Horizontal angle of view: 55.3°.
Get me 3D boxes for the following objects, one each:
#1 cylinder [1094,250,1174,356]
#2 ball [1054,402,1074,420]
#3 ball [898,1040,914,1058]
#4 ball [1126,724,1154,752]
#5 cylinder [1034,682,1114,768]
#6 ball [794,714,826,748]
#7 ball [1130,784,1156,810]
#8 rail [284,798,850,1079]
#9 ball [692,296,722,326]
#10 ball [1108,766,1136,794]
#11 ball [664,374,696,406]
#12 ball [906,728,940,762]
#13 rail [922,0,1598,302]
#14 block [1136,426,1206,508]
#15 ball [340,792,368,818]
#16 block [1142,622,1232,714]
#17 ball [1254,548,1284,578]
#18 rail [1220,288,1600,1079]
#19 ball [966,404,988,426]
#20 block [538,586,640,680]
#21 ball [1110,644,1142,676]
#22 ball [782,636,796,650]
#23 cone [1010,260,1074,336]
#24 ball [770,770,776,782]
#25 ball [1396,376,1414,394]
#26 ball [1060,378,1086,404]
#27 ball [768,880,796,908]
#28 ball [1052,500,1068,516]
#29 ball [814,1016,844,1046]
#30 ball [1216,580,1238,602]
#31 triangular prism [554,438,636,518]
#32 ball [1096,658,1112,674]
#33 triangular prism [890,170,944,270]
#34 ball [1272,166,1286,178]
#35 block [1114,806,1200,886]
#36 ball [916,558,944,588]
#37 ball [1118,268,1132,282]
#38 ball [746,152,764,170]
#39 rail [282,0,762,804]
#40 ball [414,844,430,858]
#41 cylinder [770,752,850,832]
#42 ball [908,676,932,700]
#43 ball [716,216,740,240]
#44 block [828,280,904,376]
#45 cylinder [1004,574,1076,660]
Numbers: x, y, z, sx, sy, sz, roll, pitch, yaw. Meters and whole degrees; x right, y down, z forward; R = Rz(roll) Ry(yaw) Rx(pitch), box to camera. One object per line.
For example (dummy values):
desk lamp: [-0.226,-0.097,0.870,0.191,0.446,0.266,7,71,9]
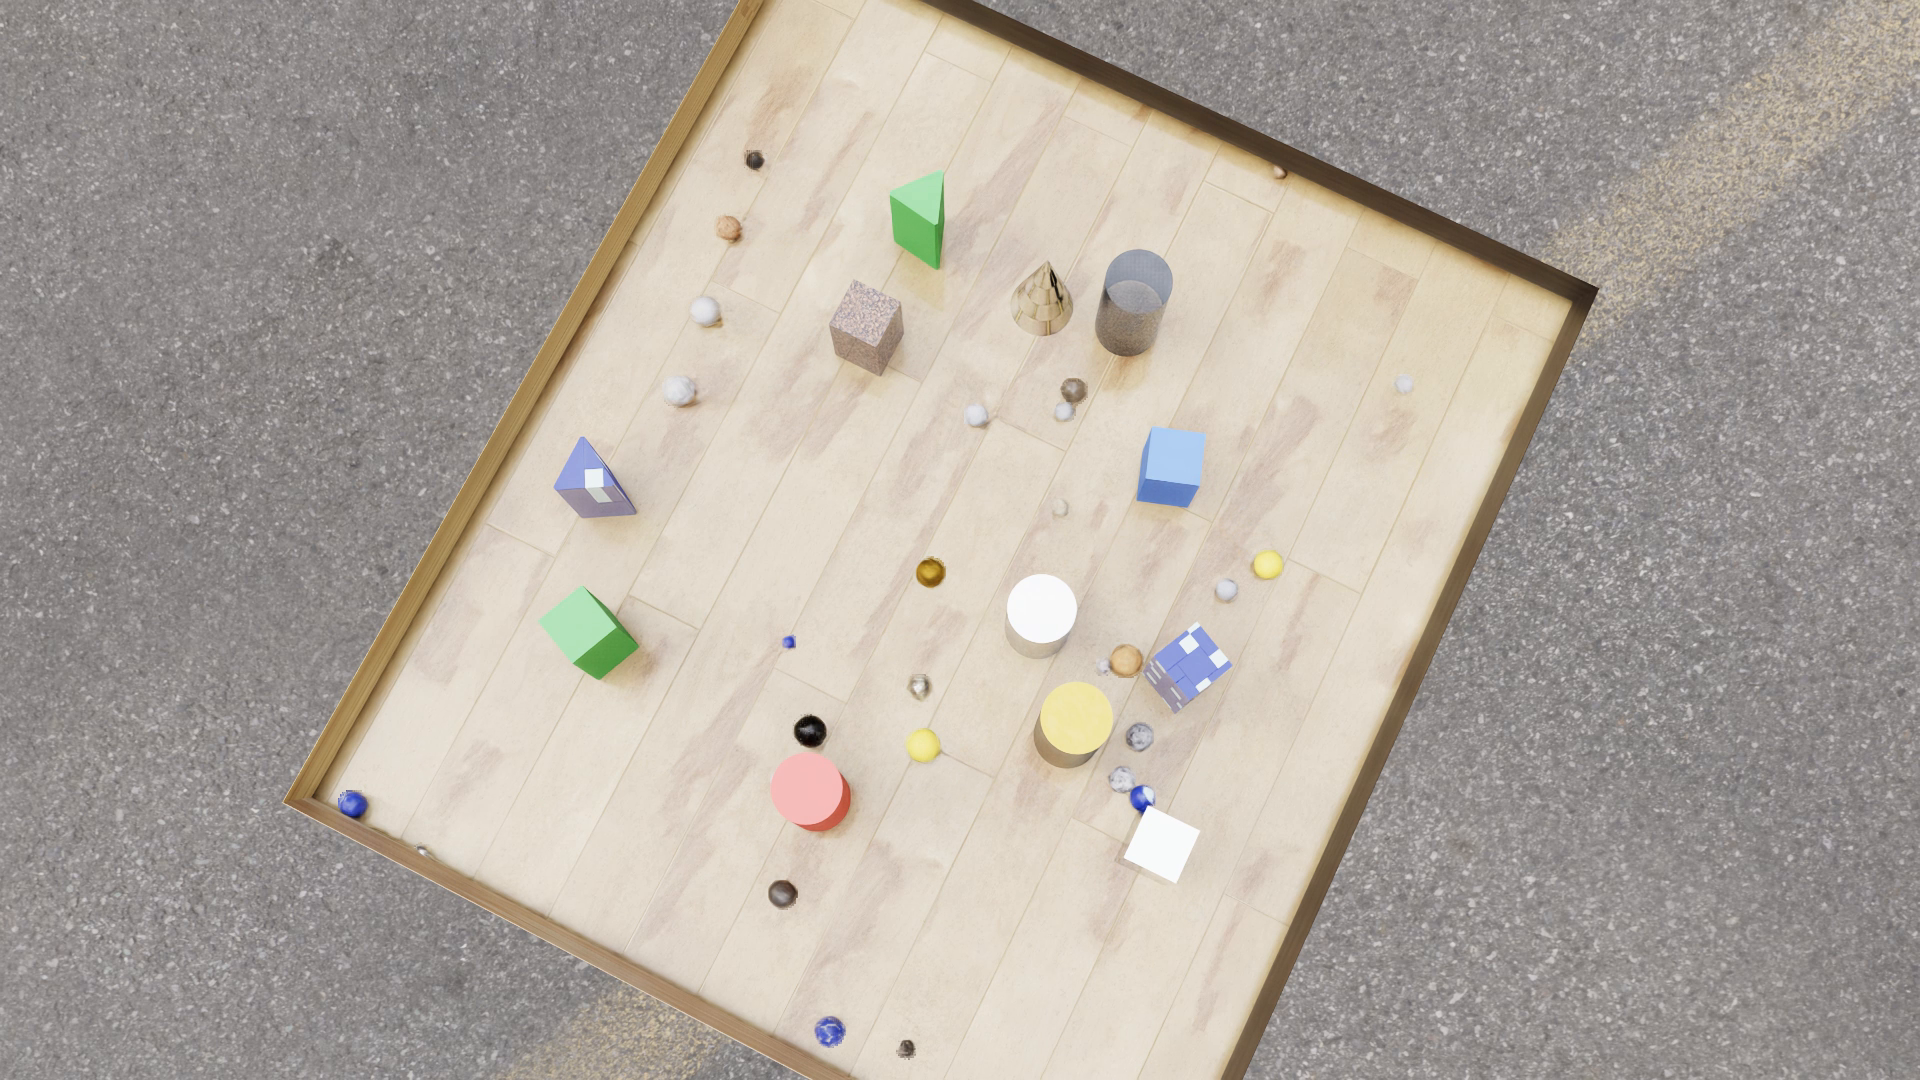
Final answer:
cylinder: [0.523,-0.713,5.552,0.199,0.416,0.199,0,78,0]
ball: [0.323,-0.399,5.669,0.060,0.060,0.060,0,78,0]
ball: [-0.154,1.468,5.289,0.047,0.047,0.047,0,78,0]
ball: [0.534,0.588,5.453,0.082,0.082,0.082,0,78,0]
cylinder: [0.320,0.536,5.255,0.199,0.490,0.199,0,78,0]
ball: [-0.445,0.569,5.449,0.098,0.098,0.098,0,78,0]
ball: [0.539,0.762,5.420,0.077,0.077,0.077,0,78,0]
rail: [-0.698,1.374,5.265,2.823,0.129,0.045,26,80,5]
ball: [-0.792,-0.713,5.717,0.092,0.092,0.092,0,78,0]
ball: [0.480,0.711,5.429,0.079,0.079,0.079,0,78,0]
ball: [-0.866,-0.463,5.664,0.095,0.095,0.095,0,78,0]
ball: [-0.108,0.611,5.439,0.100,0.100,0.100,0,78,0]
rail: [0.698,-1.360,5.831,2.823,0.129,0.045,26,80,5]
block: [0.633,-0.217,5.512,0.159,0.293,0.159,8,78,2]
ball: [-1.791,0.784,5.414,0.079,0.079,0.079,0,78,0]
block: [0.660,0.378,5.355,0.159,0.359,0.159,-37,81,-7]
ball: [0.935,0.071,5.557,0.088,0.088,0.088,0,78,0]
rail: [1.241,0.615,5.422,0.045,0.129,3.170,26,80,5]
ball: [0.052,-0.386,5.661,0.069,0.069,0.069,0,78,0]
block: [-1.082,0.276,5.364,0.159,0.383,0.159,-40,81,-8]
ball: [0.498,0.360,5.492,0.098,0.098,0.098,0,78,0]
ball: [-0.517,0.310,5.532,0.040,0.040,0.040,0,78,0]
cone: [0.258,-0.779,5.567,0.199,0.413,0.199,0,78,0]
ball: [-0.540,0.705,5.446,0.048,0.048,0.048,0,78,0]
ball: [1.379,-0.483,5.688,0.055,0.055,0.055,0,78,0]
ball: [0.352,-0.464,5.671,0.081,0.081,0.081,0,78,0]
ball: [-0.522,1.034,5.360,0.082,0.082,0.082,0,78,0]
ball: [0.308,-0.096,5.611,0.050,0.050,0.050,0,78,0]
ball: [-0.376,1.414,5.281,0.084,0.084,0.084,0,78,0]
ball: [0.809,0.154,5.551,0.066,0.066,0.066,0,78,0]
triangular prism: [-1.085,-0.187,5.460,0.172,0.383,0.149,-4,78,-1]
ball: [0.432,0.378,5.514,0.047,0.047,0.047,0,78,0]
triangular prism: [-0.096,-1.002,5.627,0.172,0.385,0.149,35,80,7]
ball: [1.018,-1.175,5.839,0.041,0.041,0.041,0,78,0]
block: [0.562,0.881,5.263,0.159,0.336,0.159,26,79,5]
ball: [-0.091,0.101,5.551,0.088,0.088,0.088,0,78,0]
ball: [0.519,-0.835,5.768,0.042,0.042,0.042,0,78,0]
ball: [-0.654,-1.208,5.837,0.059,0.059,0.059,0,78,0]
rail: [-1.241,-0.601,5.674,0.045,0.129,3.170,26,80,5]
ball: [-1.584,0.922,5.402,0.047,0.047,0.047,0,78,0]
cylinder: [-0.424,0.728,5.262,0.199,0.400,0.199,0,78,0]
ball: [-0.120,0.444,5.486,0.076,0.076,0.076,0,78,0]
ball: [-0.731,-0.985,5.780,0.079,0.079,0.079,0,78,0]
block: [-0.283,-0.644,5.595,0.159,0.304,0.159,27,80,5]
cylinder: [0.234,0.229,5.397,0.199,0.337,0.199,0,78,0]
